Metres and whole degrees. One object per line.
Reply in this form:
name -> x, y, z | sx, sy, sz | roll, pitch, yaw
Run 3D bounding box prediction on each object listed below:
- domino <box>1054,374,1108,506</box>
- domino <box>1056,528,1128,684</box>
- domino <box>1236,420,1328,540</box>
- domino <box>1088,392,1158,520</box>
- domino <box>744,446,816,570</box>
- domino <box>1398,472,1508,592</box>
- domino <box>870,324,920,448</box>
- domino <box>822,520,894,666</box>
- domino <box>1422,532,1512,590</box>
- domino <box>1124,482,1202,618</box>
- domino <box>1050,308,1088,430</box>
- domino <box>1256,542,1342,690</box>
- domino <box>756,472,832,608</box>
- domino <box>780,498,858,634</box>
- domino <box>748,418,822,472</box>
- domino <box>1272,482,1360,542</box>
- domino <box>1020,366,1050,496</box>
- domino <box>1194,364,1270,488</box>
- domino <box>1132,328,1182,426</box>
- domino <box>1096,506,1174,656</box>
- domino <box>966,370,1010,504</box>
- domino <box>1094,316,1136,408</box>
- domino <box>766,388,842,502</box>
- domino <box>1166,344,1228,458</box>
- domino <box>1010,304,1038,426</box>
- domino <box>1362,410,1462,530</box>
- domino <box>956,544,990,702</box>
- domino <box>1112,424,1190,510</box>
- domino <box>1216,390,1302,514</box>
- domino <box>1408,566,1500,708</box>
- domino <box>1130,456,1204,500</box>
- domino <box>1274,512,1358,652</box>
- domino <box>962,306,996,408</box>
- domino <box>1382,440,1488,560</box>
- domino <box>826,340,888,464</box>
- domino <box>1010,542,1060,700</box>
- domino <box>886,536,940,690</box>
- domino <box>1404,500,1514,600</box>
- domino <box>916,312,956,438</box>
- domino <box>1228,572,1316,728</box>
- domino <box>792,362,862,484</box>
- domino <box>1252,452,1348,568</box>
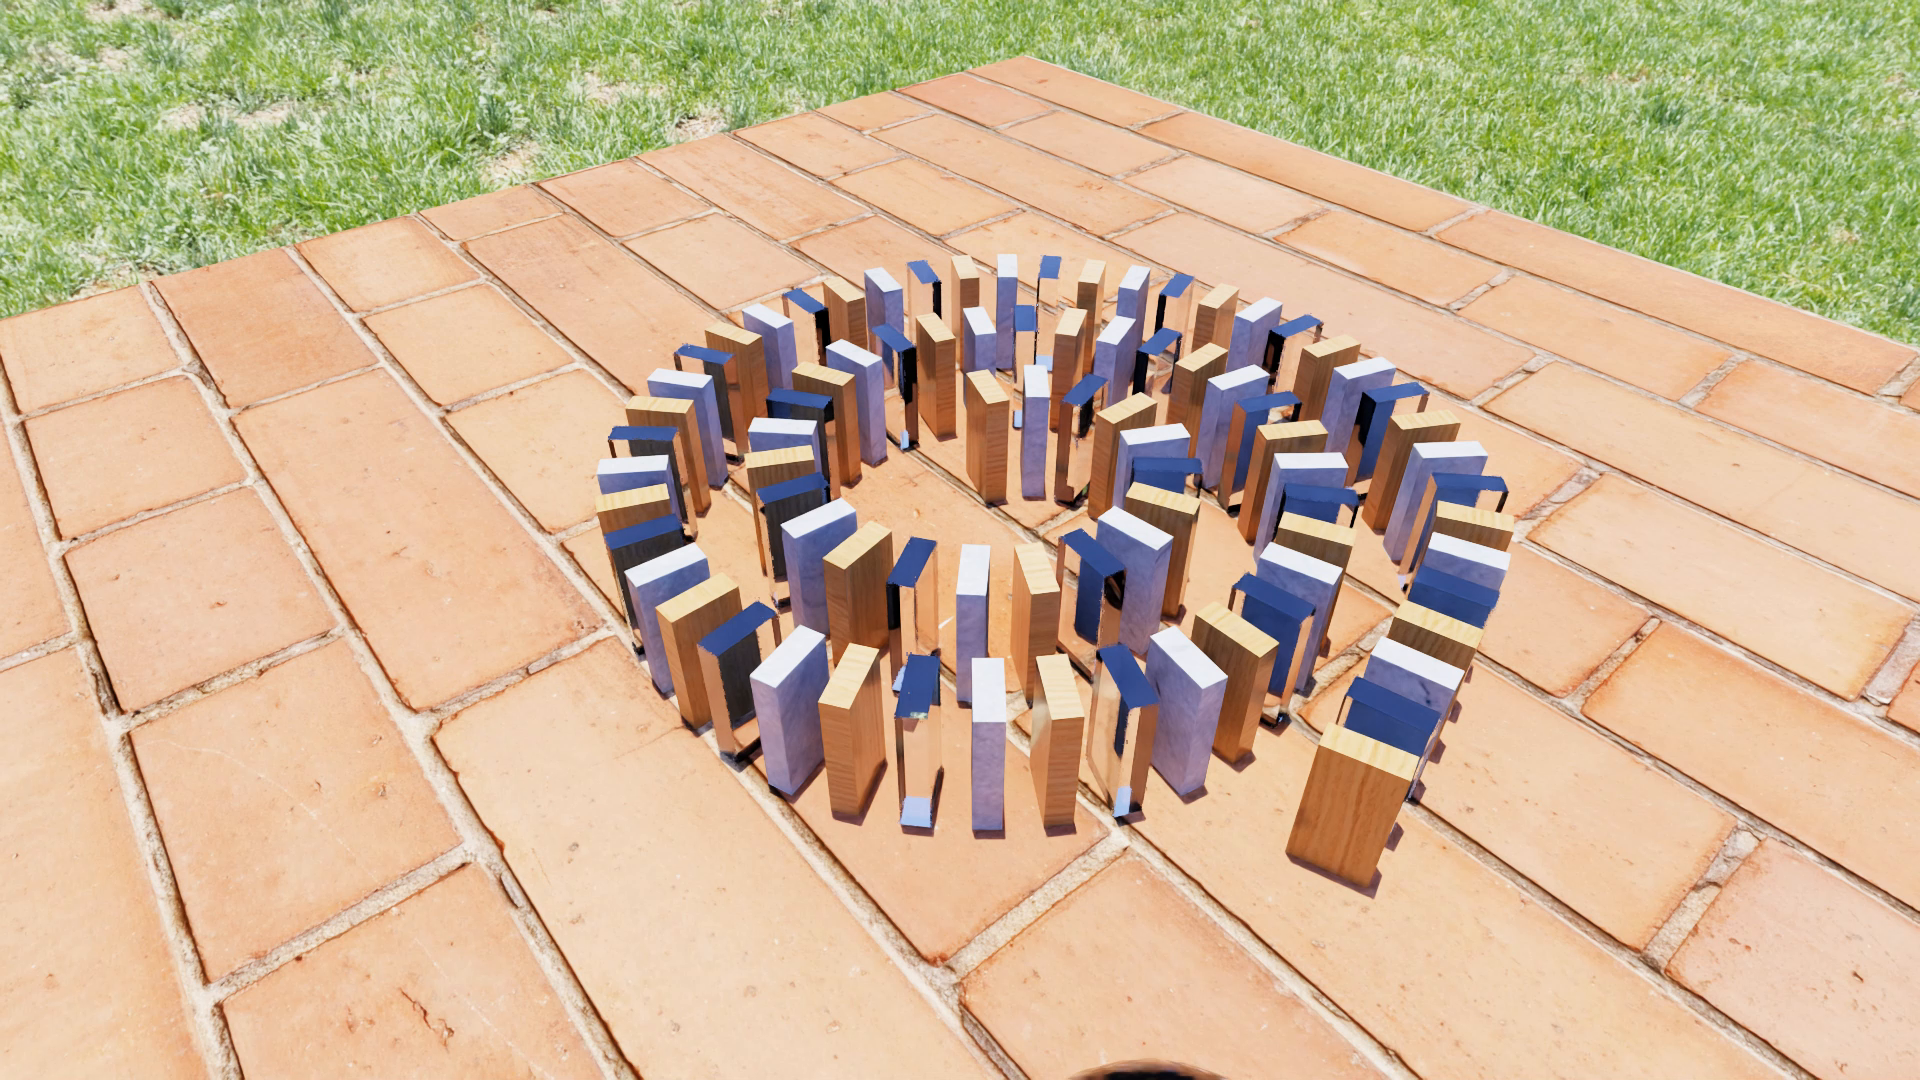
domino -> 0.051, -0.042, 0.462 | 0.009, 0.050, 0.025 | 22, 44, 24
domino -> 0.044, 0.023, 0.383 | 0.009, 0.050, 0.025 | -22, 44, -25
domino -> 0.128, -0.023, 0.440 | 0.025, 0.050, 0.010 | -6, 40, -8
domino -> 0.066, -0.033, 0.452 | 0.025, 0.050, 0.009 | -27, 47, -29
domino -> -0.067, -0.012, 0.426 | 0.025, 0.050, 0.009 | -8, 40, -10
domino -> 0.184, -0.002, 0.414 | 0.025, 0.050, 0.009 | 4, 40, 5
domino -> -0.029, -0.069, 0.496 | 0.010, 0.050, 0.025 | -22, 44, -24
domino -> -0.034, 0.021, 0.386 | 0.010, 0.050, 0.025 | 25, 45, 27
domino -> 0.170, 0.023, 0.384 | 0.025, 0.050, 0.009 | 19, 43, 21
domino -> 0.072, 0.004, 0.406 | 0.025, 0.050, 0.010 | 17, 42, 19
domino -> 0.050, -0.078, 0.507 | 0.010, 0.050, 0.025 | 11, 40, 13
domino -> 0.113, 0.027, 0.379 | 0.025, 0.050, 0.010 | 23, 45, 25
domino -> -0.060, 0.000, 0.411 | 0.025, 0.050, 0.010 | -18, 43, -21
domino -> -0.049, 0.012, 0.397 | 0.025, 0.050, 0.010 | -26, 46, -29
domino -> -0.069, -0.025, 0.442 | 0.025, 0.050, 0.009 | 3, 39, 4
domino -> 0.129, 0.003, 0.408 | 0.025, 0.050, 0.009 | 6, 40, 8
domino -> 0.031, -0.046, 0.468 | 0.010, 0.050, 0.025 | 0, 39, 0
domino -> 0.115, -0.048, 0.470 | 0.025, 0.050, 0.010 | -19, 43, -22
domino -> 0.087, -0.067, 0.493 | 0.009, 0.050, 0.025 | 24, 45, 26
domino -> 0.060, 0.015, 0.393 | 0.025, 0.050, 0.009 | 31, 49, 32
domino -> 0.011, -0.043, 0.464 | 0.009, 0.050, 0.025 | -12, 41, -15
domino -> 0.069, -0.074, 0.501 | 0.009, 0.050, 0.025 | 17, 42, 20
domino -> -0.065, -0.038, 0.458 | 0.025, 0.050, 0.010 | 11, 41, 13
domino -> 0.103, -0.058, 0.483 | 0.025, 0.050, 0.010 | -32, 49, -33
domino -> 0.029, -0.080, 0.510 | 0.010, 0.050, 0.025 | 0, 39, 0
domino -> 0.182, -0.028, 0.445 | 0.025, 0.050, 0.009 | -7, 40, -9
domino -> 0.005, 0.029, 0.376 | 0.009, 0.050, 0.025 | 3, 39, 4
domino -> 0.075, -0.021, 0.438 | 0.025, 0.050, 0.010 | -8, 40, -10
domino -> 0.123, -0.036, 0.455 | 0.025, 0.050, 0.009 | -12, 41, -14
domino -> 0.160, 0.034, 0.370 | 0.025, 0.050, 0.009 | 22, 44, 24
domino -> 0.077, -0.008, 0.422 | 0.025, 0.050, 0.009 | 2, 39, 2
domino -> 0.123, 0.015, 0.393 | 0.025, 0.050, 0.010 | 16, 42, 19
domino -> 0.009, -0.079, 0.508 | 0.009, 0.050, 0.025 | -8, 40, -10
domino -> 0.185, -0.015, 0.430 | 0.025, 0.050, 0.009 | -2, 39, -3
domino -> -0.045, -0.061, 0.486 | 0.025, 0.050, 0.009 | 29, 48, 31
domino -> 0.025, 0.028, 0.377 | 0.010, 0.050, 0.025 | -7, 40, -8
domino -> -0.016, 0.026, 0.379 | 0.010, 0.050, 0.025 | 11, 41, 13
domino -> 0.179, 0.011, 0.398 | 0.025, 0.050, 0.010 | 14, 41, 16
domino -> -0.011, -0.075, 0.503 | 0.010, 0.050, 0.025 | -14, 41, -17
domino -> 0.100, 0.037, 0.366 | 0.025, 0.050, 0.010 | 29, 47, 31
domino -> -0.057, -0.050, 0.472 | 0.025, 0.050, 0.010 | 18, 43, 21
domino -> 0.130, -0.010, 0.424 | 0.025, 0.050, 0.010 | -1, 39, -1
